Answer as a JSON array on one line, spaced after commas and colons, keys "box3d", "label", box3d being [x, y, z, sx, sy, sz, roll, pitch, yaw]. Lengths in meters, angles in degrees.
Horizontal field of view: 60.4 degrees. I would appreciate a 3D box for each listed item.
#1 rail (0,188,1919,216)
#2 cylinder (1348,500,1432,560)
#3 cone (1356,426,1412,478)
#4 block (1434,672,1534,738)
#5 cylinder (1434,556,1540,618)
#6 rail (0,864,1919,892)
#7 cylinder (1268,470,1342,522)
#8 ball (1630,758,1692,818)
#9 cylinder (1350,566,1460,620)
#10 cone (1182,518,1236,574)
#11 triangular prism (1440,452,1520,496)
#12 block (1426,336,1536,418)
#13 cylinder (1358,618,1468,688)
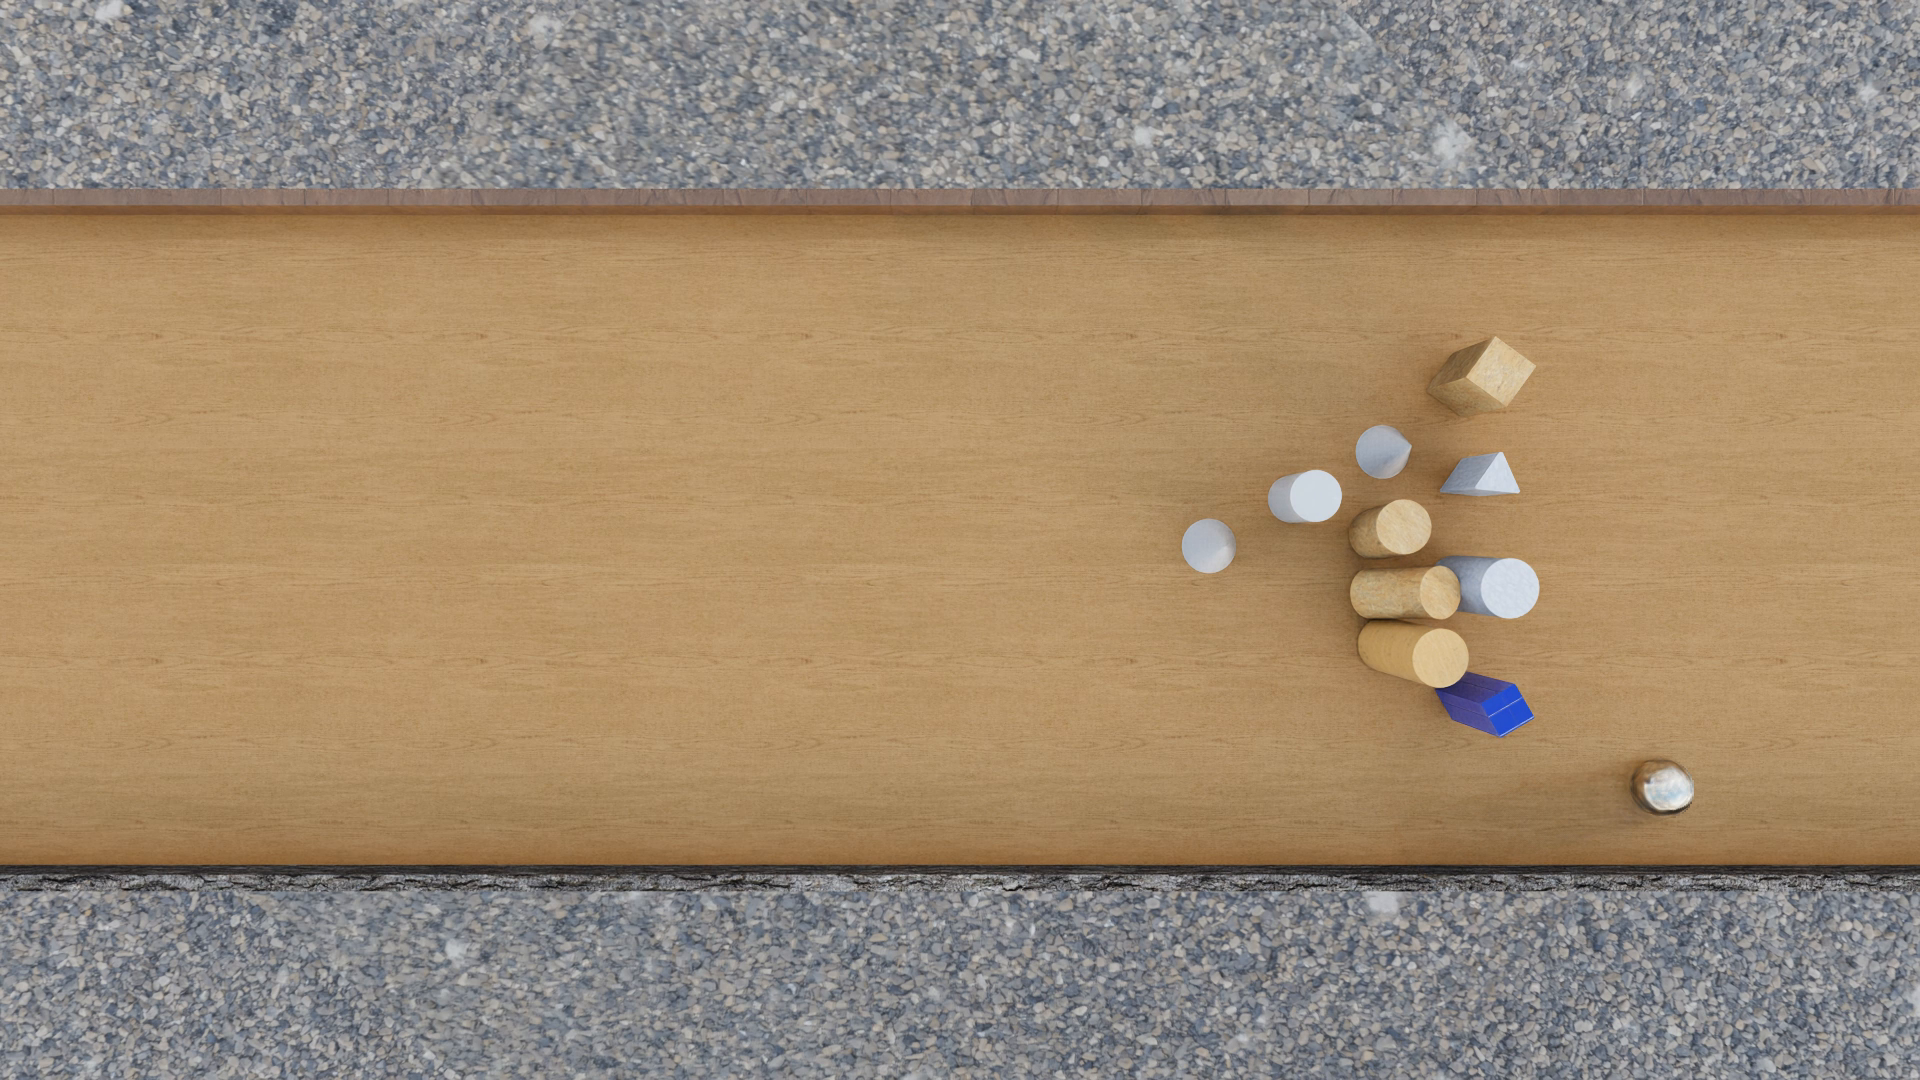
[{"box3d": [-2.247, -1.025, 5.002, 12.000, 0.150, 0.050, 0, 90, 0], "label": "rail"}, {"box3d": [1.272, -0.028, 4.894, 0.157, 0.357, 0.157, 0, 87, 1], "label": "cylinder"}, {"box3d": [1.300, -0.271, 4.911, 0.166, 0.330, 0.166, 0, 90, 0], "label": "cone"}, {"box3d": [1.535, 0.479, 4.848, 0.111, 0.456, 0.111, -30, 90, 0], "label": "block"}, {"box3d": [1.538, 0.134, 4.865, 0.170, 0.410, 0.170, 0, 91, -5], "label": "cylinder"}, {"box3d": [-2.247, 1.025, 5.001, 12.000, 0.150, 0.050, 0, 90, 0], "label": "rail"}, {"box3d": [1.022, -0.126, 4.905, 0.149, 0.342, 0.149, 0, 90, 0], "label": "cylinder"}, {"box3d": [2.122, 0.750, 4.990, 0.174, 0.174, 0.174, 0, 90, 0], "label": "ball"}, {"box3d": [1.322, 0.158, 4.906, 0.155, 0.304, 0.155, 1, 87, -27], "label": "cylinder"}, {"box3d": [0.767, 0.018, 4.915, 0.168, 0.322, 0.168, 0, 90, 0], "label": "cone"}, {"box3d": [1.545, -0.198, 4.900, 0.127, 0.353, 0.110, 5, 90, 0], "label": "triangular prism"}, {"box3d": [1.532, -0.477, 4.872, 0.142, 0.410, 0.142, 36, 90, 0], "label": "block"}, {"box3d": [1.329, 0.327, 4.861, 0.167, 0.413, 0.167, 0, 92, -8], "label": "cylinder"}]
